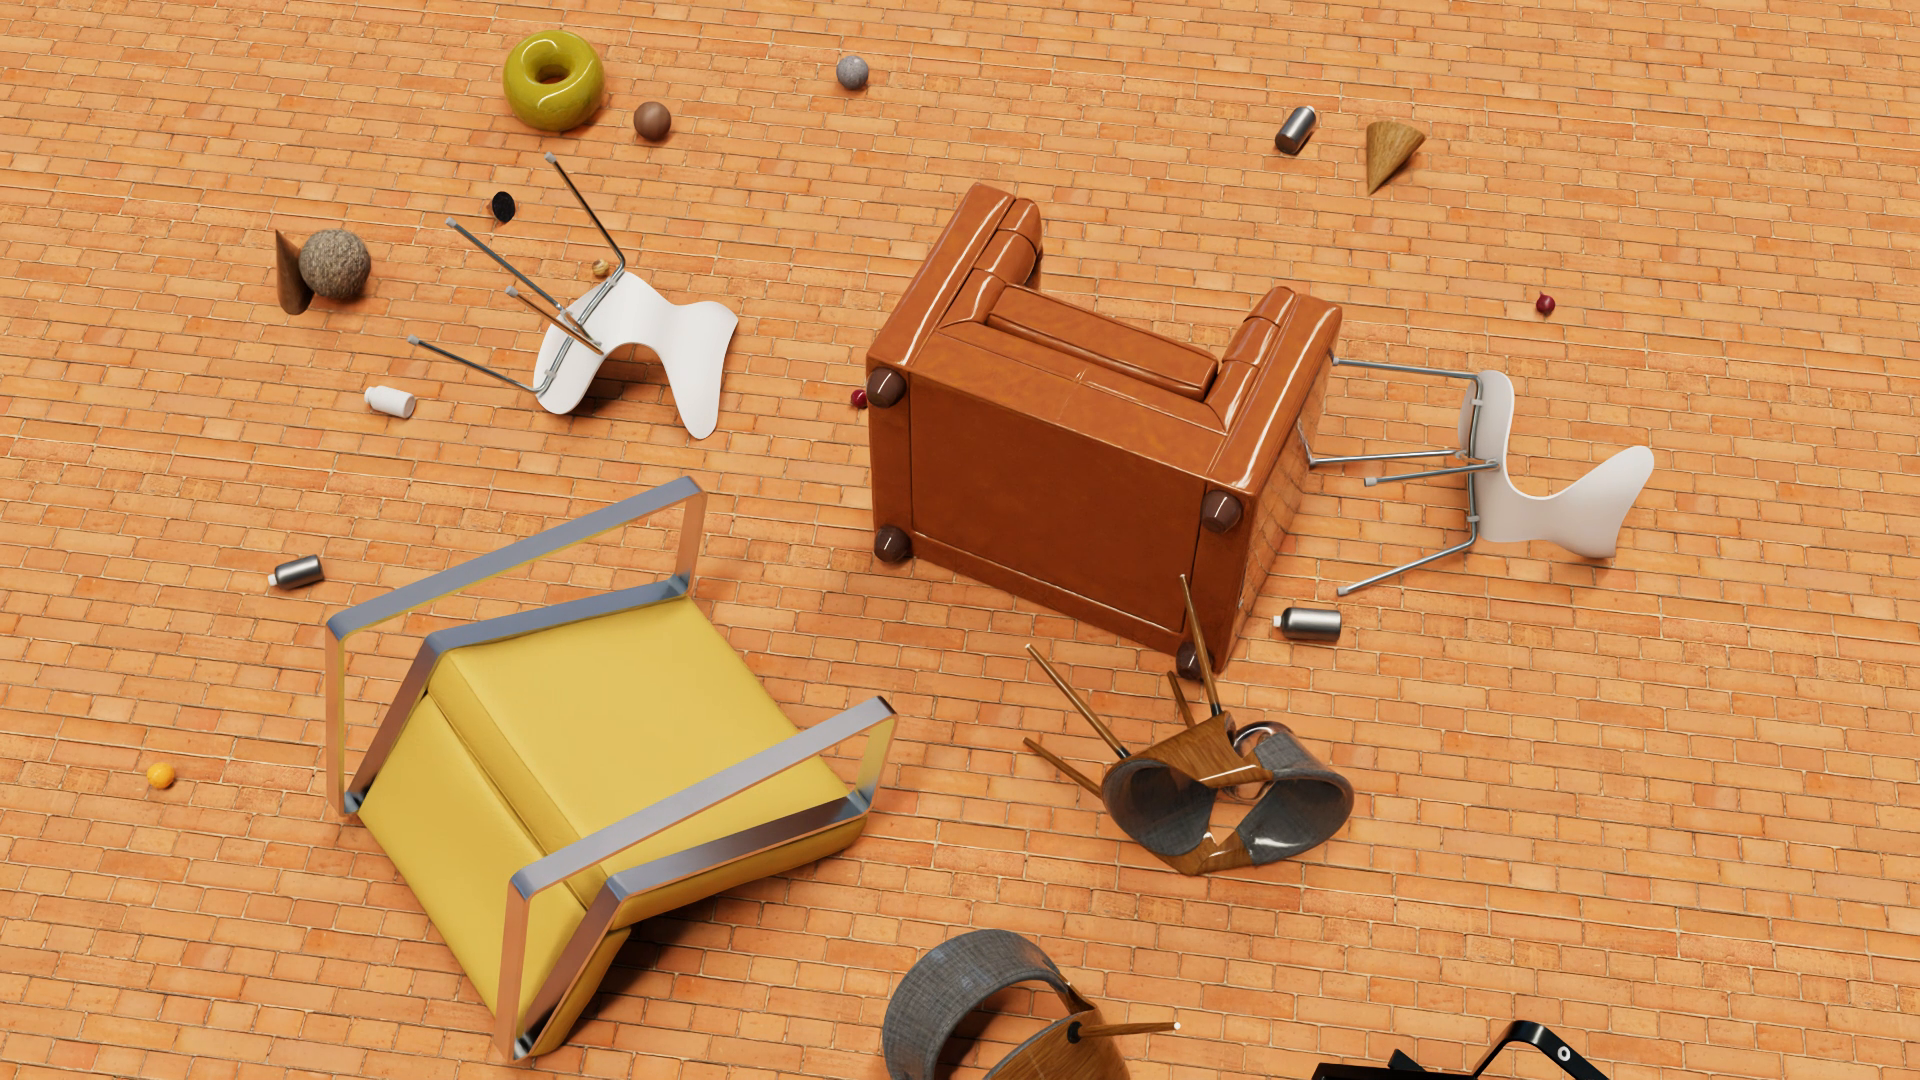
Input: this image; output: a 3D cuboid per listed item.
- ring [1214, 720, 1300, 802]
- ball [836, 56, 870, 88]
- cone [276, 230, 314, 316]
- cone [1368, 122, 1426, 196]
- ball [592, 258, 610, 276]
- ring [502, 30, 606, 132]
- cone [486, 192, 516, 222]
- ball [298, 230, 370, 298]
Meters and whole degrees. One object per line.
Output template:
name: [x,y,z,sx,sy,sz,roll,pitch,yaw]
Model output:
ring: [0.826,0.612,6.098,0.269,0.110,0.207,-37,62,-21]
ball: [-0.370,-1.615,7.589,0.114,0.114,0.114,0,56,0]
cone: [-2.153,-0.907,7.023,0.125,0.265,0.275,-7,56,-5]
cone: [1.413,-1.254,7.364,0.228,0.153,0.249,13,74,48]
ball: [-1.166,-0.883,7.132,0.057,0.057,0.057,0,56,0]
ring: [-1.389,-1.573,7.523,0.350,0.178,0.406,-9,55,-4]
cone: [-1.542,-1.104,7.287,0.094,0.103,0.096,5,42,39]
ball: [-2.000,-0.882,7.033,0.220,0.220,0.220,0,56,0]
